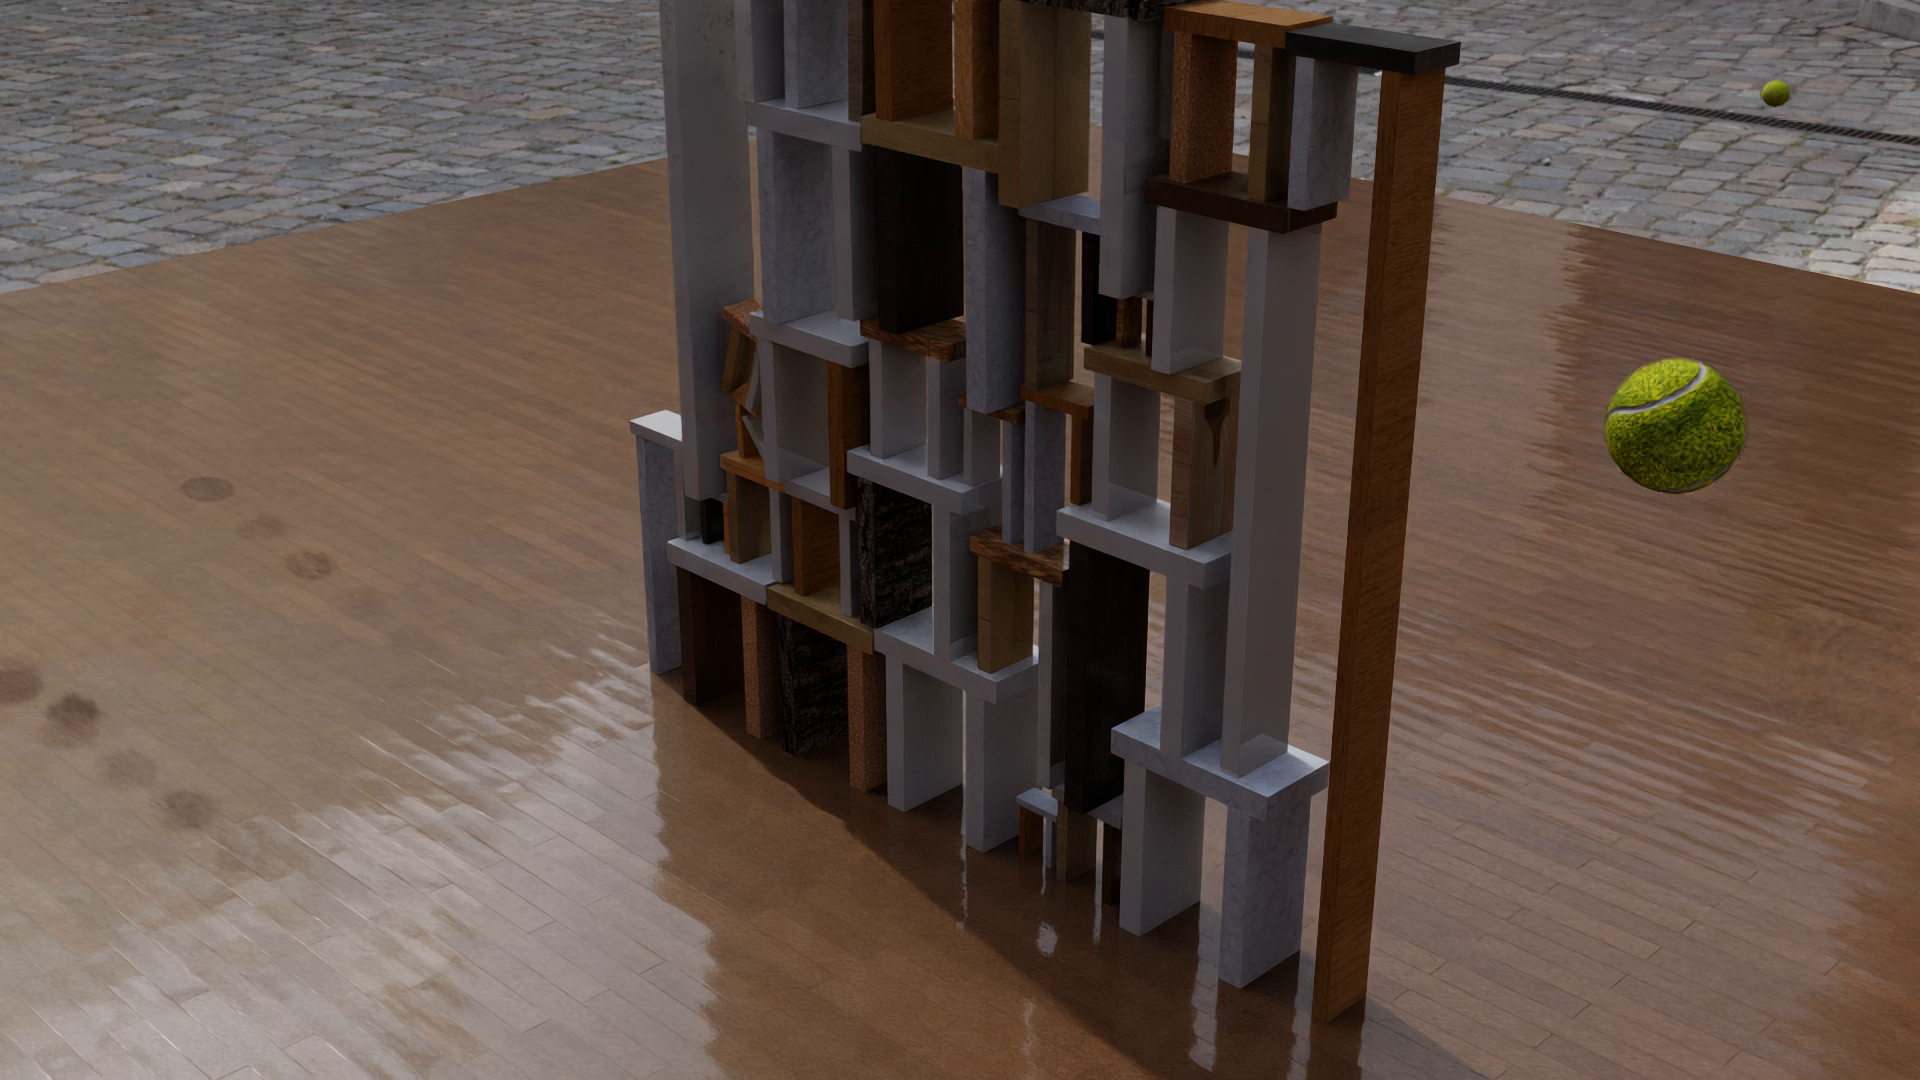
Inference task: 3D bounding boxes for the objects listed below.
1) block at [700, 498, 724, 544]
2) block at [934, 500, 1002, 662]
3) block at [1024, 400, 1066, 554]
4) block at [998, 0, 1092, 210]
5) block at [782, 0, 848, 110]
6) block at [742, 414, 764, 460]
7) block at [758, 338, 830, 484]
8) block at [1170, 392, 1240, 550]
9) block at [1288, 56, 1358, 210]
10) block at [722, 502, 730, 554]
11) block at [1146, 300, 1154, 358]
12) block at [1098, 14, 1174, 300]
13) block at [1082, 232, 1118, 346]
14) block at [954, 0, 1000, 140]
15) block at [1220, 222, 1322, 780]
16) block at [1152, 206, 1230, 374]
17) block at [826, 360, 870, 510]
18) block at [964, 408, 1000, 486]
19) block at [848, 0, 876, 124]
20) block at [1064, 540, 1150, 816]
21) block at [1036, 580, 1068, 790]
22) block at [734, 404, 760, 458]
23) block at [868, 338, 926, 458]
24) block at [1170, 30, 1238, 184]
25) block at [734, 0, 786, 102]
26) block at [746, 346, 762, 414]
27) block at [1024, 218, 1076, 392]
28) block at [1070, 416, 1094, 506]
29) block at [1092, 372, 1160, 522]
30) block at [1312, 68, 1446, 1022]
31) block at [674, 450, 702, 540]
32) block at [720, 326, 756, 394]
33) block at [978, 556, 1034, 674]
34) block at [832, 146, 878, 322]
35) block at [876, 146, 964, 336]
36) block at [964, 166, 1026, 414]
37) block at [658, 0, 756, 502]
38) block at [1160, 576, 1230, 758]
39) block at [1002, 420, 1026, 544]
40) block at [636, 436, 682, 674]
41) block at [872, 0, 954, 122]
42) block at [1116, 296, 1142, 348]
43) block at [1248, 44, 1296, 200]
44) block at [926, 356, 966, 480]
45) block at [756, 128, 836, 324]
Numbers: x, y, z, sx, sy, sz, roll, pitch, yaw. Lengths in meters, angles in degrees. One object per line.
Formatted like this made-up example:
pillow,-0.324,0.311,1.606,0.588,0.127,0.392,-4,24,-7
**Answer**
block,-0.534,-0.054,4.781,0.017,0.117,0.059,21,31,40
block,0.020,0.063,4.226,0.044,0.313,0.157,21,31,41
block,0.155,-0.123,4.001,0.083,0.293,0.023,-21,31,-40
block,0.144,-0.752,3.738,0.174,0.347,0.049,-21,31,-40
block,-0.267,-0.950,4.112,0.037,0.264,0.132,22,32,40
block,-0.403,-0.213,4.569,0.058,0.116,0.016,-24,-3,-44
block,-0.330,-0.279,4.458,0.150,0.301,0.043,-21,30,-40
block,0.416,-0.128,3.720,0.038,0.266,0.133,21,31,41
block,0.554,-0.627,3.350,0.115,0.230,0.033,-21,31,-41
block,-0.480,-0.032,4.730,0.017,0.117,0.058,21,31,41
block,0.335,-0.362,3.706,0.049,0.099,0.014,-21,31,-41
block,0.308,-0.638,3.608,0.174,0.457,0.049,-21,31,-40
block,0.251,-0.440,3.769,0.098,0.195,0.028,-21,30,-41
block,0.060,-0.855,3.780,0.152,0.304,0.043,-22,31,-40
block,0.511,-0.058,3.638,0.039,0.963,0.139,21,31,41
block,0.380,-0.424,3.624,0.039,0.278,0.139,21,31,41
block,-0.188,-0.224,4.328,0.150,0.301,0.043,-21,31,-40
block,0.041,-0.183,4.096,0.022,0.152,0.076,21,31,41
block,-0.143,-0.901,3.997,0.037,0.264,0.132,22,31,39
block,0.269,0.231,4.024,0.047,0.537,0.167,21,31,41
block,0.198,0.255,4.111,0.118,0.424,0.033,-21,31,-40
block,-0.438,-0.233,4.598,0.058,0.116,0.016,-21,27,-39
block,-0.119,-0.286,4.229,0.034,0.237,0.118,21,31,41
block,0.389,-0.699,3.511,0.034,0.237,0.118,21,31,41
block,-0.345,-1.015,4.164,0.049,0.344,0.172,21,31,41
block,-0.387,-0.335,4.492,0.078,0.156,0.022,-16,49,-36
block,0.159,-0.423,3.875,0.098,0.310,0.028,-21,31,-40
block,0.233,-0.151,3.903,0.023,0.166,0.083,21,31,41
block,0.290,-0.177,3.836,0.038,0.266,0.133,21,31,41
block,0.662,0.061,3.525,0.033,1.634,0.115,21,31,41
block,-0.572,-0.110,4.803,0.101,0.203,0.029,-21,31,-40
block,-0.452,-0.384,4.535,0.022,0.156,0.078,28,37,16
block,0.088,0.125,4.177,0.033,0.236,0.118,21,31,41
block,-0.160,-0.590,4.141,0.163,0.327,0.046,-21,30,-40
block,-0.073,-0.569,4.063,0.173,0.347,0.049,-21,31,-40
block,0.089,-0.460,3.931,0.173,0.443,0.049,-21,31,-40
block,-0.508,-0.674,4.486,0.172,1.222,0.049,-21,31,-40
block,0.427,0.198,3.840,0.047,0.334,0.167,21,31,41
block,0.112,-0.115,4.047,0.076,0.240,0.022,-21,31,-40
block,-0.666,0.025,4.965,0.029,0.577,0.101,21,31,41
block,-0.083,-0.911,3.913,0.152,0.304,0.043,-22,31,-40
block,0.289,-0.380,3.749,0.014,0.099,0.049,21,31,41
block,0.501,-0.655,3.409,0.034,0.237,0.118,21,31,41
block,-0.007,-0.242,4.126,0.034,0.237,0.118,21,31,41
block,-0.313,-0.625,4.292,0.046,0.381,0.163,21,31,40
